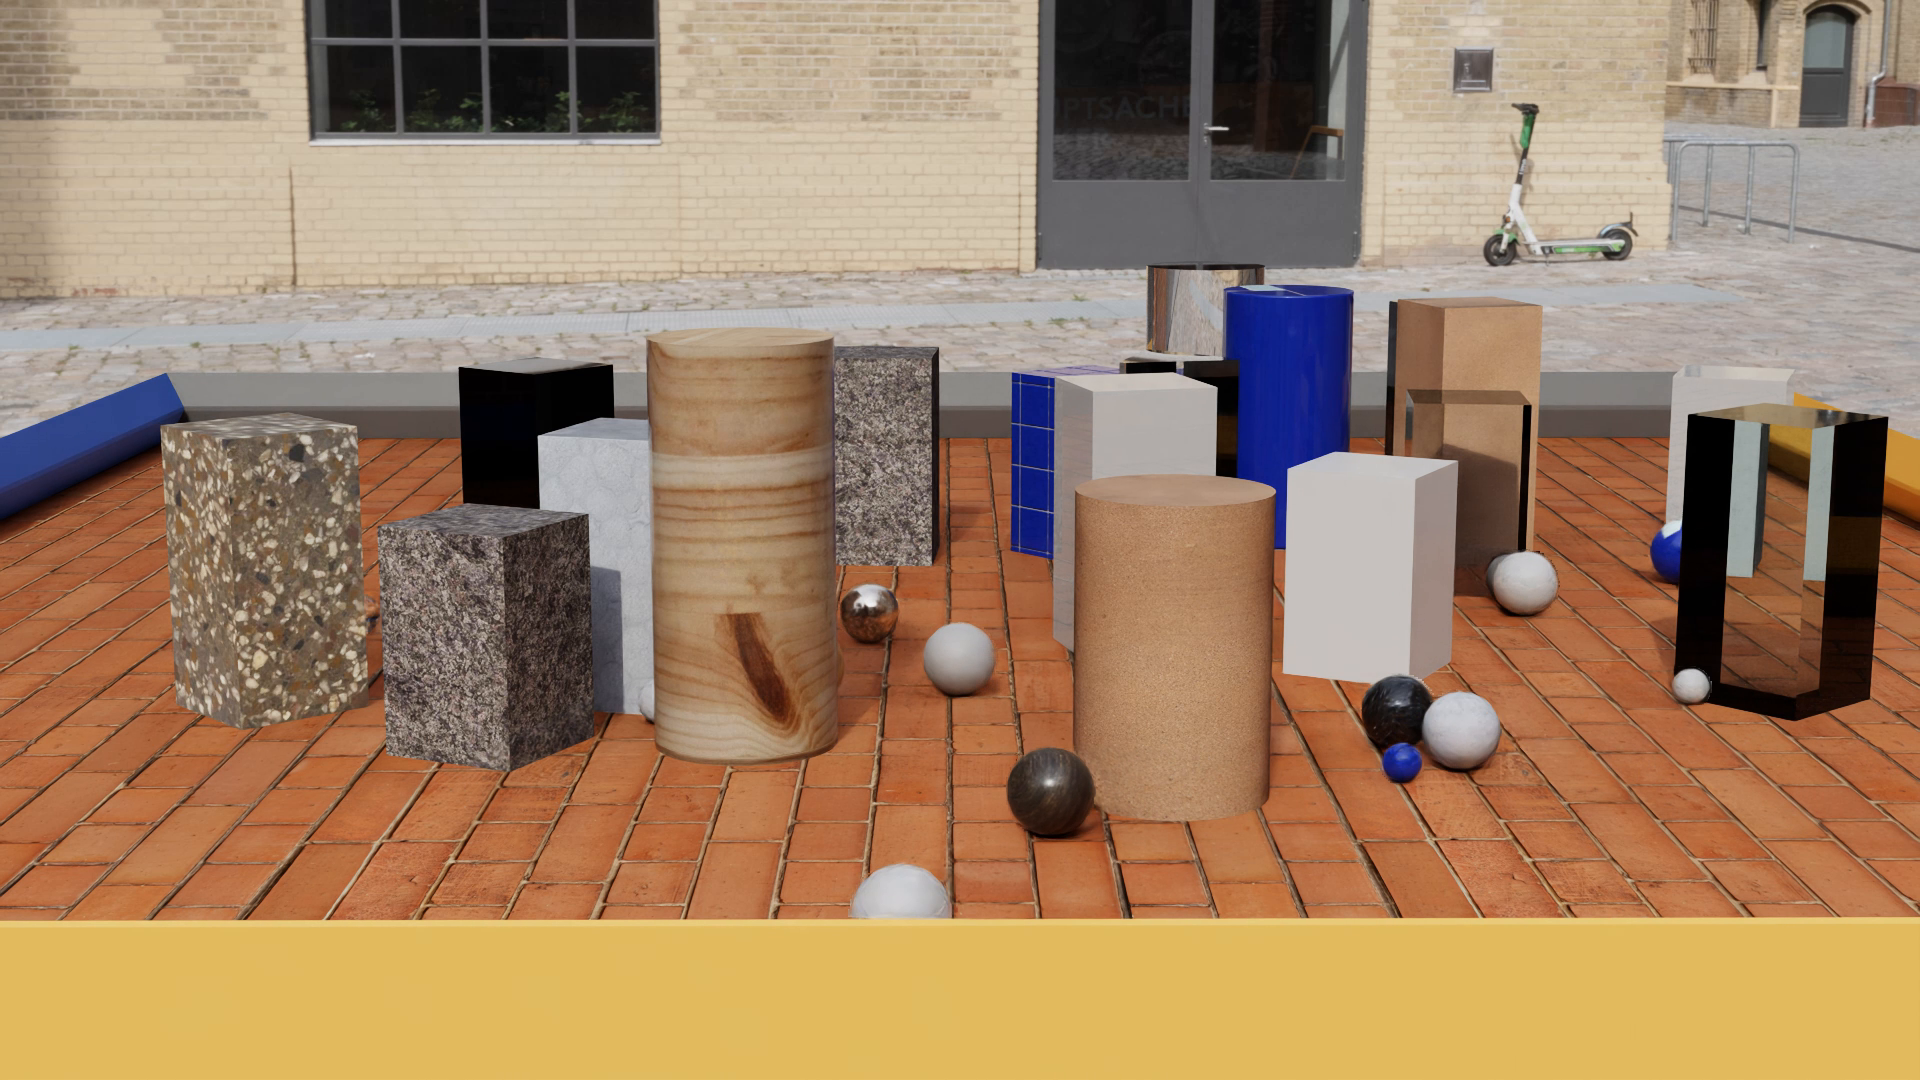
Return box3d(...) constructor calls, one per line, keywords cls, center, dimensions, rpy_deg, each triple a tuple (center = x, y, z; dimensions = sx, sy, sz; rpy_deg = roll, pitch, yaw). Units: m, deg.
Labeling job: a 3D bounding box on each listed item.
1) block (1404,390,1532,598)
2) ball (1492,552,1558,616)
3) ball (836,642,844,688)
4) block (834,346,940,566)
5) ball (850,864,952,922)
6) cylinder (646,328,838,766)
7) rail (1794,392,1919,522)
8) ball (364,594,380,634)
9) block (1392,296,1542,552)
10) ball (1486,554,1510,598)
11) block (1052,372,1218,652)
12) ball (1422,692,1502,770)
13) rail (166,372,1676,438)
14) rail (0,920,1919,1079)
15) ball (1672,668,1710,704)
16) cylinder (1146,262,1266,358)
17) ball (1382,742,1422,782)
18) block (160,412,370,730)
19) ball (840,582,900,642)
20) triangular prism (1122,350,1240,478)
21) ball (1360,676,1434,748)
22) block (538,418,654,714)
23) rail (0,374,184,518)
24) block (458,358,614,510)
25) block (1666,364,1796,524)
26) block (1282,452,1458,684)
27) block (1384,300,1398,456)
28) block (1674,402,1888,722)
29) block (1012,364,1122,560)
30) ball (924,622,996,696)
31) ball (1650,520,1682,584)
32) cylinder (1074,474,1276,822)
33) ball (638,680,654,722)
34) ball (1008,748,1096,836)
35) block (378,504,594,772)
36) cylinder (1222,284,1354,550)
box3d(cls="block", center=(0.711, -0.068, 3.616), dimensions=(0.159, 0.269, 0.159), rpy_deg=(1, 11, 6))
box3d(cls="ball", center=(0.758, 0.058, 3.439), dimensions=(0.086, 0.086, 0.086), rpy_deg=(0, 10, 0))
box3d(cls="ball", center=(-0.181, 0.145, 2.935), dimensions=(0.098, 0.098, 0.098), rpy_deg=(0, 10, 0))
box3d(cls="block", center=(-0.116, -0.128, 3.835), dimensions=(0.159, 0.307, 0.159), rpy_deg=(1, 11, 4))
box3d(cls="ball", center=(-0.048, 0.307, 2.101), dimensions=(0.084, 0.084, 0.084), rpy_deg=(0, 10, 0))
box3d(cls="cylinder", center=(-0.233, 0.002, 2.759), dimensions=(0.199, 0.443, 0.199), rpy_deg=(0, 10, 0))
box3d(cls="rail", center=(1.531, 0.032, 3.457), dimensions=(0.045, 0.129, 3.302), rpy_deg=(0, 10, 0))
box3d(cls="ball", center=(-0.778, 0.096, 3.325), dimensions=(0.052, 0.052, 0.052), rpy_deg=(0, 10, 0))
box3d(cls="block", center=(0.764, -0.172, 3.884), dimensions=(0.159, 0.376, 0.159), rpy_deg=(-3, 11, -16))
box3d(cls="ball", center=(0.755, 0.053, 3.517), dimensions=(0.068, 0.068, 0.068), rpy_deg=(0, 10, 0))
box3d(cls="block", center=(0.217, -0.030, 3.221), dimensions=(0.159, 0.339, 0.159), rpy_deg=(-3, 11, -15))
box3d(cls="ball", center=(0.525, 0.200, 2.686), dimensions=(0.082, 0.082, 0.082), rpy_deg=(0, 10, 0))
box3d(cls="rail", center=(-0.009, -0.263, 5.049), dimensions=(3.110, 0.129, 0.045), rpy_deg=(0, 10, 0))
box3d(cls="rail", center=(0.009, 0.329, 1.849), dimensions=(3.110, 0.129, 0.045), rpy_deg=(0, 10, 0))
box3d(cls="ball", center=(0.843, 0.169, 2.960), dimensions=(0.042, 0.042, 0.042), rpy_deg=(0, 10, 0))
box3d(cls="cylinder", center=(0.412, -0.266, 4.339), dimensions=(0.199, 0.395, 0.199), rpy_deg=(0, 10, 0))
box3d(cls="ball", center=(0.455, 0.229, 2.639), dimensions=(0.041, 0.041, 0.041), rpy_deg=(0, 10, 0))
box3d(cls="block", center=(-0.793, 0.031, 2.928), dimensions=(0.159, 0.325, 0.159), rpy_deg=(-9, 14, -42))
box3d(cls="ball", center=(-0.116, 0.092, 3.279), dimensions=(0.076, 0.076, 0.076), rpy_deg=(0, 10, 0))
box3d(cls="triangular prism", center=(0.288, -0.100, 3.640), dimensions=(0.172, 0.325, 0.149), rpy_deg=(-3, 11, -13))
box3d(cls="ball", center=(0.473, 0.185, 2.768), dimensions=(0.080, 0.080, 0.080), rpy_deg=(0, 10, 0))
box3d(cls="block", center=(-0.376, 0.028, 2.973), dimensions=(0.159, 0.315, 0.159), rpy_deg=(3, 11, 18))
box3d(cls="rail", center=(-1.531, 0.035, 3.440), dimensions=(0.045, 0.129, 3.302), rpy_deg=(0, 10, 0))
box3d(cls="block", center=(-0.624, -0.114, 3.802), dimensions=(0.159, 0.291, 0.159), rpy_deg=(8, 13, 36))
box3d(cls="block", center=(1.144, -0.110, 3.813), dimensions=(0.159, 0.279, 0.159), rpy_deg=(4, 11, 22))
box3d(cls="block", center=(0.500, 0.033, 3.122), dimensions=(0.159, 0.251, 0.159), rpy_deg=(6, 12, 28))
box3d(cls="block", center=(0.815, -0.220, 4.240), dimensions=(0.159, 0.342, 0.159), rpy_deg=(-4, 11, -22))
box3d(cls="block", center=(0.947, 0.021, 2.966), dimensions=(0.159, 0.332, 0.159), rpy_deg=(-9, 14, -40))
box3d(cls="block", center=(0.190, -0.116, 3.869), dimensions=(0.159, 0.272, 0.159), rpy_deg=(-9, 14, -40))
box3d(cls="ball", center=(0.000, 0.139, 3.003), dimensions=(0.086, 0.086, 0.086), rpy_deg=(0, 10, 0))
box3d(cls="ball", center=(1.029, 0.017, 3.646), dimensions=(0.092, 0.092, 0.092), rpy_deg=(0, 10, 0))
box3d(cls="cylinder", center=(0.214, 0.103, 2.574), dimensions=(0.199, 0.312, 0.199), rpy_deg=(0, 10, 0))
box3d(cls="ball", center=(-0.335, 0.180, 2.875), dimensions=(0.051, 0.051, 0.051), rpy_deg=(0, 10, 0))
box3d(cls="ball", center=(0.087, 0.241, 2.455), dimensions=(0.084, 0.084, 0.084), rpy_deg=(0, 10, 0))
box3d(cls="block", center=(-0.508, 0.101, 2.761), dimensions=(0.159, 0.249, 0.159), rpy_deg=(5, 12, 25))
box3d(cls="cylinder", center=(0.503, -0.192, 3.965), dimensions=(0.199, 0.387, 0.199), rpy_deg=(0, 10, 0))
